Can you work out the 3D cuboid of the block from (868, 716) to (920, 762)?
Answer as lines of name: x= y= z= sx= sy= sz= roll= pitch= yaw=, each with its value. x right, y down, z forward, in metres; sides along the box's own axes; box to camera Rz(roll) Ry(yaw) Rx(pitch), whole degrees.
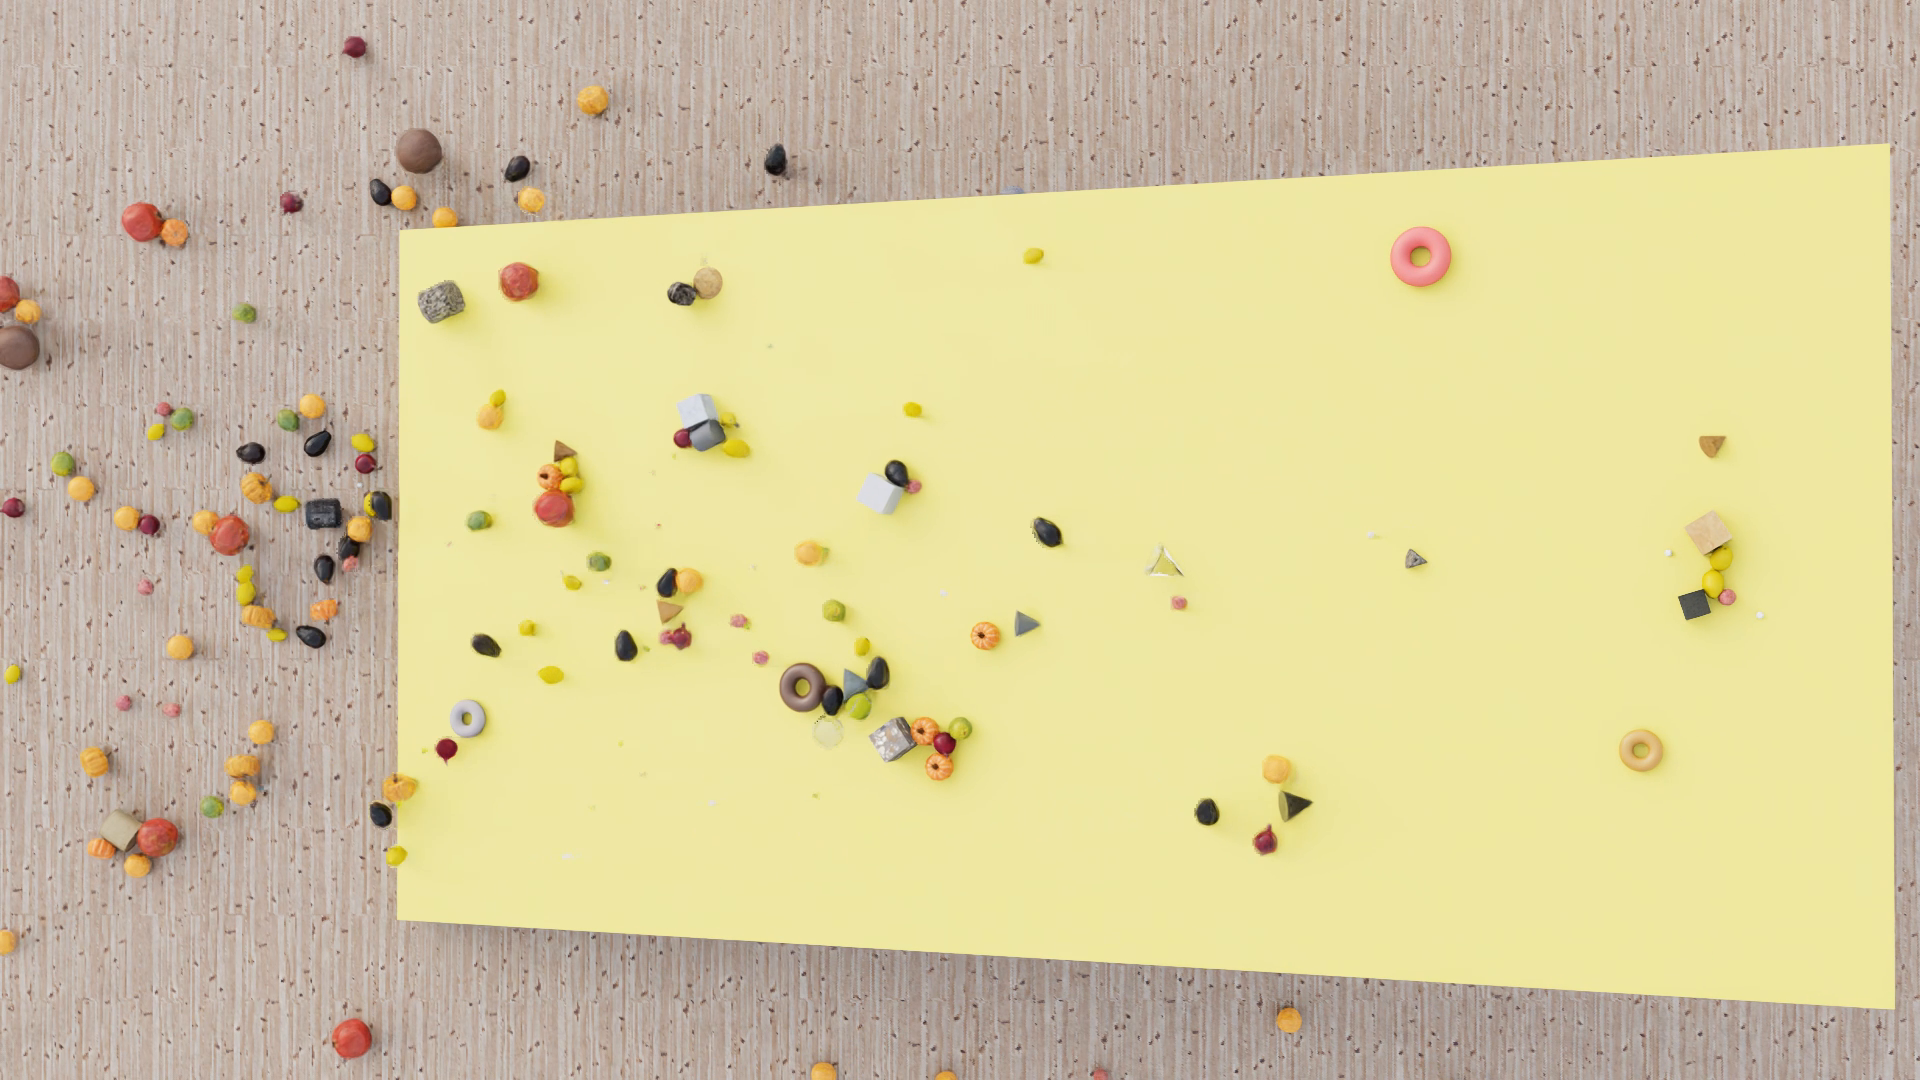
block: x=-0.174 y=0.529 z=5.829 sx=0.084 sy=0.084 sz=0.084 roll=-37 pitch=78 yaw=15

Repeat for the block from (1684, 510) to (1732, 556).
block: x=1.760 y=-0.017 z=5.174 sx=0.079 sy=0.079 sz=0.079 roll=-34 pitch=79 yaw=16

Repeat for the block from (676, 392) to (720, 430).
block: x=-0.719 y=-0.352 z=6.034 sx=0.075 sy=0.075 sz=0.075 roll=-22 pitch=82 yaw=17

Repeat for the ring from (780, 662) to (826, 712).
ring: x=-0.425 y=0.398 z=5.938 sx=0.137 sy=0.046 sz=0.137 roll=-1 pitch=88 yaw=19

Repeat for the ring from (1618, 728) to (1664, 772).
ring: x=1.622 y=0.502 z=5.238 sx=0.103 sy=0.034 sz=0.103 roll=-1 pitch=88 yaw=19

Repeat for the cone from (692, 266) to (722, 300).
cone: x=-0.711 y=-0.710 z=6.028 sx=0.091 sy=0.091 sz=0.091 roll=0 pitch=89 yaw=19

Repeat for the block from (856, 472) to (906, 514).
block: x=-0.211 y=-0.124 z=5.852 sx=0.083 sy=0.083 sz=0.083 roll=29 pitch=98 yaw=17

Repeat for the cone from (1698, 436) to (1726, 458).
cone: x=1.789 y=-0.233 z=5.195 sx=0.059 sy=0.059 sz=0.059 roll=-33 pitch=89 yaw=-18

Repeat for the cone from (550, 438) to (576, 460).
cone: x=-1.106 y=-0.247 z=6.189 sx=0.068 sy=0.068 sz=0.068 roll=19 pitch=89 yaw=-26

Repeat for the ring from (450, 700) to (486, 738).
ring: x=-1.406 y=0.510 z=6.279 sx=0.112 sy=0.037 sz=0.112 roll=0 pitch=89 yaw=18

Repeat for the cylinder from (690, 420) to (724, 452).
cylinder: x=-0.692 y=-0.286 z=6.020 sx=0.069 sy=0.069 sz=0.069 roll=-24 pitch=89 yaw=24

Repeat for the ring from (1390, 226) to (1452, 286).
ring: x=1.134 y=-0.698 z=5.415 sx=0.150 sy=0.050 sz=0.150 roll=0 pitch=90 yaw=20

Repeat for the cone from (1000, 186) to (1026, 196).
cone: x=0.157 y=-1.005 z=6.448 sx=0.083 sy=0.083 sz=0.083 roll=0 pitch=89 yaw=0

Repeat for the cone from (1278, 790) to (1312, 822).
cone: x=0.847 y=0.660 z=5.502 sx=0.081 sy=0.081 sz=0.081 roll=-7 pitch=89 yaw=-8

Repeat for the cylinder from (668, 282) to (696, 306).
cylinder: x=-0.765 y=-0.676 z=6.047 sx=0.062 sy=0.062 sz=0.062 roll=-5 pitch=102 yaw=-24

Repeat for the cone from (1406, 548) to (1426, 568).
cone: x=1.131 y=0.051 z=5.420 sx=0.051 sy=0.051 sz=0.051 roll=10 pitch=89 yaw=-8

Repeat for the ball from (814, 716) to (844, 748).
ball: x=-0.351 y=0.514 z=5.892 sx=0.081 sy=0.081 sz=0.081 roll=0 pitch=89 yaw=0

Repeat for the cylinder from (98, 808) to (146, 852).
cylinder: x=-2.445 y=0.847 z=6.418 sx=0.093 sy=0.093 sz=0.093 roll=34 pitch=89 yaw=0

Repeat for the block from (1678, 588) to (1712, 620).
block: x=1.734 y=0.152 z=5.191 sx=0.060 sy=0.060 sz=0.060 roll=-19 pitch=83 yaw=18

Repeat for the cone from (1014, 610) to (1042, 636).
cone: x=0.181 y=0.217 z=5.740 sx=0.067 sy=0.067 sz=0.067 roll=1 pitch=89 yaw=-8

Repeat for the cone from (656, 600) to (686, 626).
cone: x=-0.794 y=0.194 z=6.073 sx=0.076 sy=0.076 sz=0.076 roll=-12 pitch=89 yaw=-8

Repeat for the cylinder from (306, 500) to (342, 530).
cylinder: x=-1.862 y=-0.075 z=6.436 sx=0.083 sy=0.083 sz=0.083 roll=-3 pitch=89 yaw=0

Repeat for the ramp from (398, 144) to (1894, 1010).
ramp: x=0.279 y=0.091 z=5.777 sx=4.000 sy=0.100 sz=2.000 roll=0 pitch=89 yaw=19
